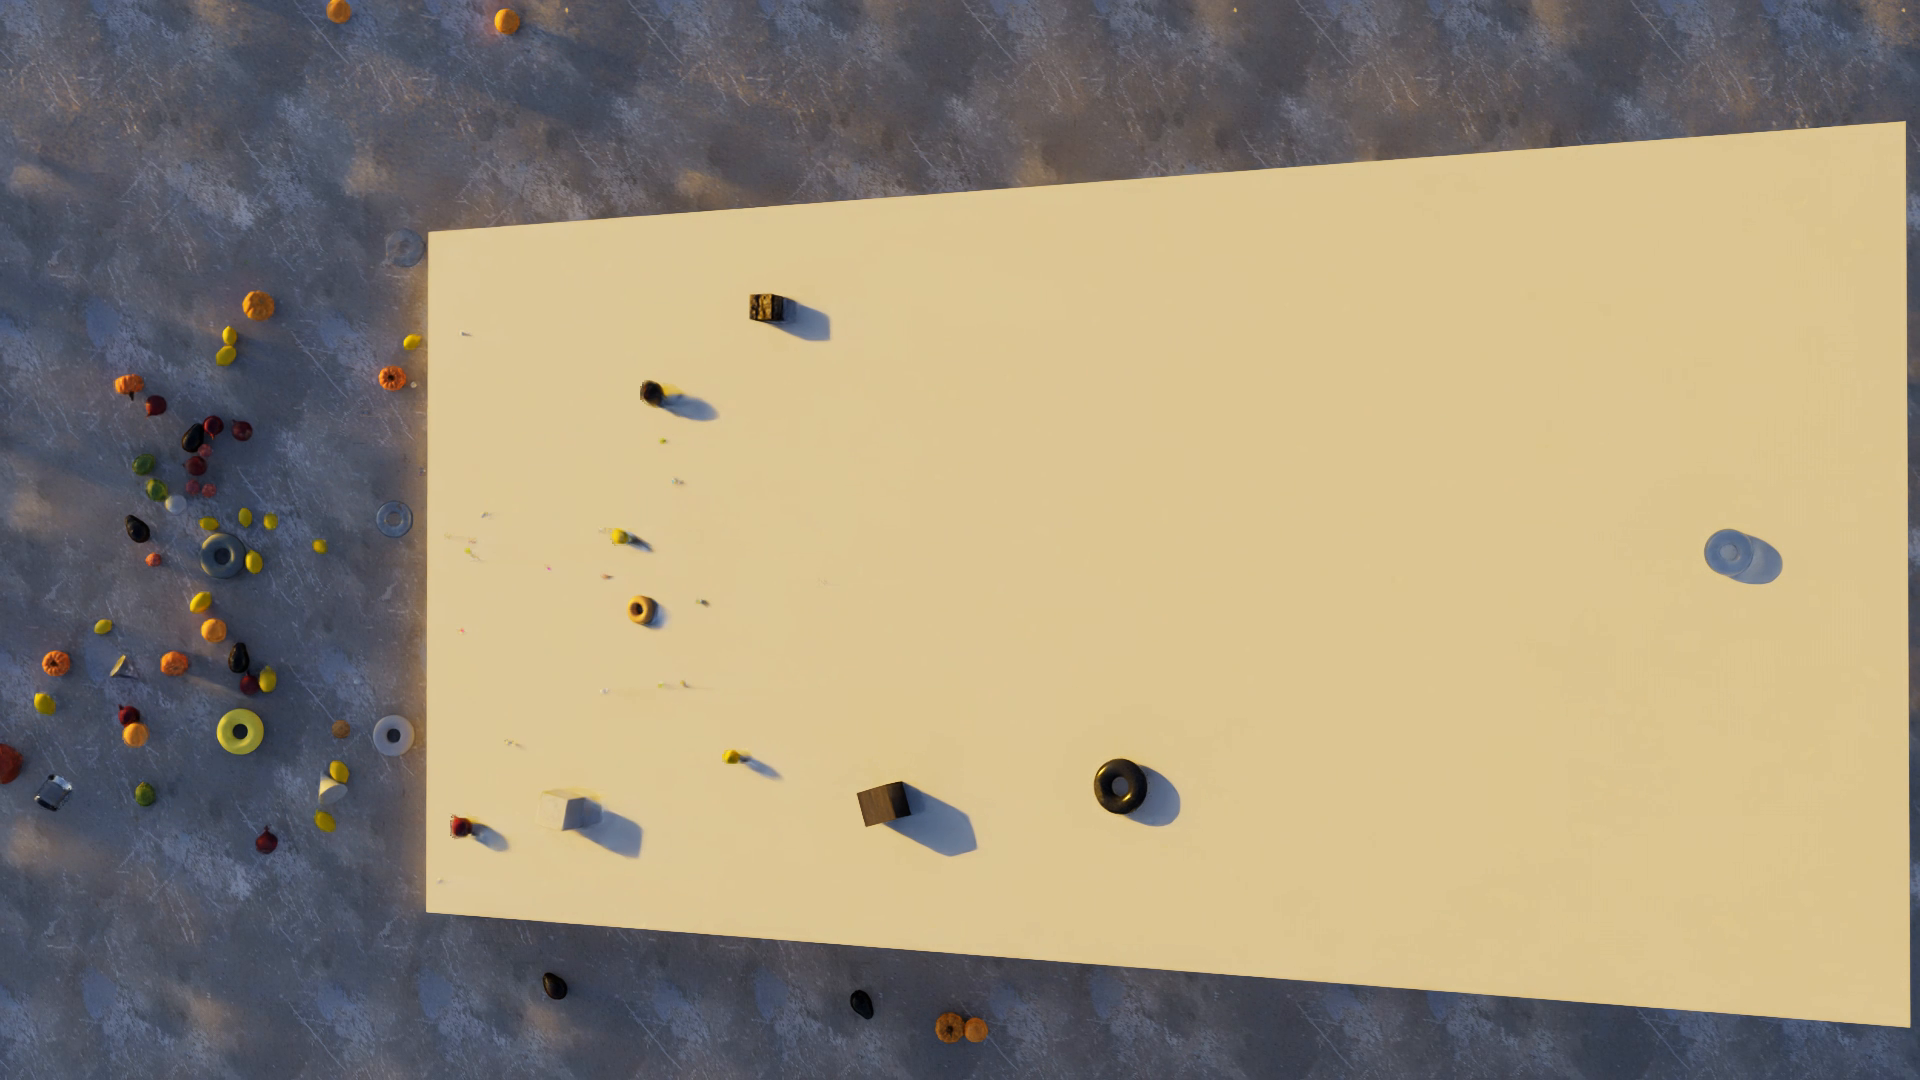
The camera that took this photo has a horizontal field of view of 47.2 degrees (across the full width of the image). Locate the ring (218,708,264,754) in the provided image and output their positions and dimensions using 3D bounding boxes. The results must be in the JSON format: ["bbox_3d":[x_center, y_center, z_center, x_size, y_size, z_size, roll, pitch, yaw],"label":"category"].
[{"bbox_3d":[-2.137,0.569,6.532,0.138,0.046,0.138,0,88,-1],"label":"ring"}]

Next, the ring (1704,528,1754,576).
[{"bbox_3d":[1.744,0.028,4.989,0.108,0.036,0.108,0,91,24],"label":"ring"}]

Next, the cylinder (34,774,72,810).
[{"bbox_3d":[-2.687,0.749,6.514,0.077,0.077,0.077,38,90,0],"label":"cylinder"}]

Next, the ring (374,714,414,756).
[{"bbox_3d":[-1.682,0.581,6.534,0.124,0.041,0.124,0,88,0],"label":"ring"}]

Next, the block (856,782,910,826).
[{"bbox_3d":[-0.201,0.697,5.808,0.093,0.093,0.093,-19,82,22],"label":"block"}]

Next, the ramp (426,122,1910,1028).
[{"bbox_3d":[0.283,0.084,5.707,4.000,0.100,2.000,0,89,24],"label":"ramp"}]

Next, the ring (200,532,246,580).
[{"bbox_3d":[-2.191,0.048,6.538,0.139,0.046,0.139,0,90,1],"label":"ring"}]

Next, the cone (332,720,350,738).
[{"bbox_3d":[-1.845,0.564,6.527,0.056,0.056,0.056,0,89,0],"label":"cone"}]

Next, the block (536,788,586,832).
[{"bbox_3d":[-1.129,0.763,6.217,0.092,0.092,0.092,13,95,23],"label":"block"}]

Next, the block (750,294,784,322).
[{"bbox_3d":[-0.527,-0.631,5.981,0.068,0.068,0.068,1,90,24],"label":"block"}]

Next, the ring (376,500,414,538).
[{"bbox_3d":[-1.683,-0.062,6.544,0.112,0.037,0.112,0,90,-1],"label":"ring"}]

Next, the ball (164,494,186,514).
[{"bbox_3d":[-2.332,-0.109,6.533,0.059,0.059,0.059,0,89,0],"label":"ball"}]

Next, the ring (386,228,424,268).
[{"bbox_3d":[-1.654,-0.870,6.552,0.117,0.039,0.117,0,90,-3],"label":"ring"}]

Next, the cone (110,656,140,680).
[{"bbox_3d":[-2.473,0.394,6.540,0.076,0.076,0.076,39,89,-26],"label":"cone"}]

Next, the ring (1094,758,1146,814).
[{"bbox_3d":[0.406,0.624,5.566,0.143,0.048,0.143,-1,88,25],"label":"ring"}]

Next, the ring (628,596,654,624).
[{"bbox_3d":[-0.895,0.196,6.156,0.081,0.027,0.081,0,91,24],"label":"ring"}]
